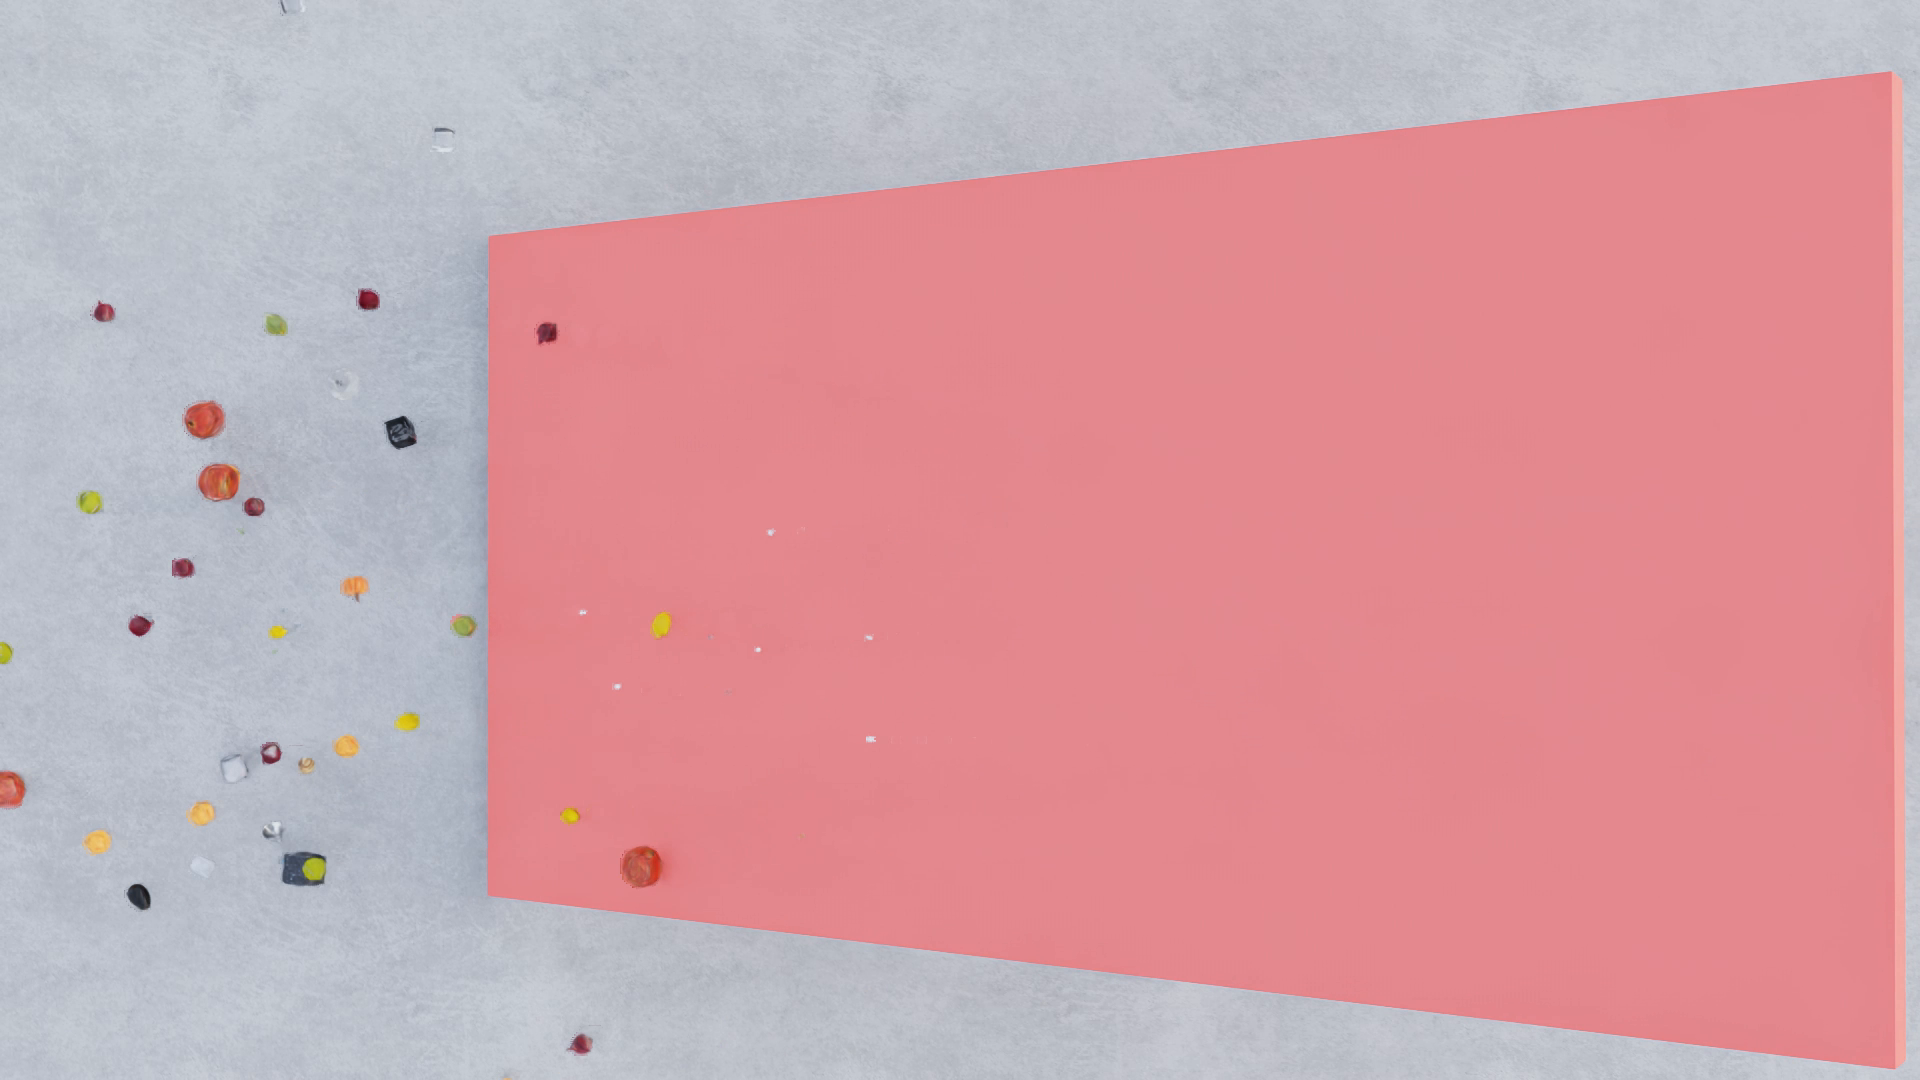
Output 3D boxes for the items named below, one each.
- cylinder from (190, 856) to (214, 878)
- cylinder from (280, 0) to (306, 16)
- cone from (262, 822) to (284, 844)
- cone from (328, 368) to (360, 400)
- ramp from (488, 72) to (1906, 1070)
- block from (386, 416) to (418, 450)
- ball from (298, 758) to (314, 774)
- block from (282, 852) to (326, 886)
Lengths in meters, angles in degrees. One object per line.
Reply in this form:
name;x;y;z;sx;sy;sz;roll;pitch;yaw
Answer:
cylinder;-2.311;0.996;6.710;0.050;0.050;0.050;25;90;12
cylinder;-2.040;-1.642;6.725;0.059;0.059;0.059;-14;90;-1
cone;-2.086;0.907;6.714;0.067;0.067;0.067;-11;134;0
cone;-1.892;-0.478;6.704;0.095;0.095;0.095;0;90;0
ramp;0.248;0.068;5.576;4.000;0.100;2.000;0;89;34
block;-1.699;-0.327;6.686;0.066;0.066;0.066;-20;65;0
ball;-1.997;0.689;6.717;0.051;0.051;0.051;0;90;0
block;-1.992;1.000;6.682;0.086;0.086;0.086;6;89;26
